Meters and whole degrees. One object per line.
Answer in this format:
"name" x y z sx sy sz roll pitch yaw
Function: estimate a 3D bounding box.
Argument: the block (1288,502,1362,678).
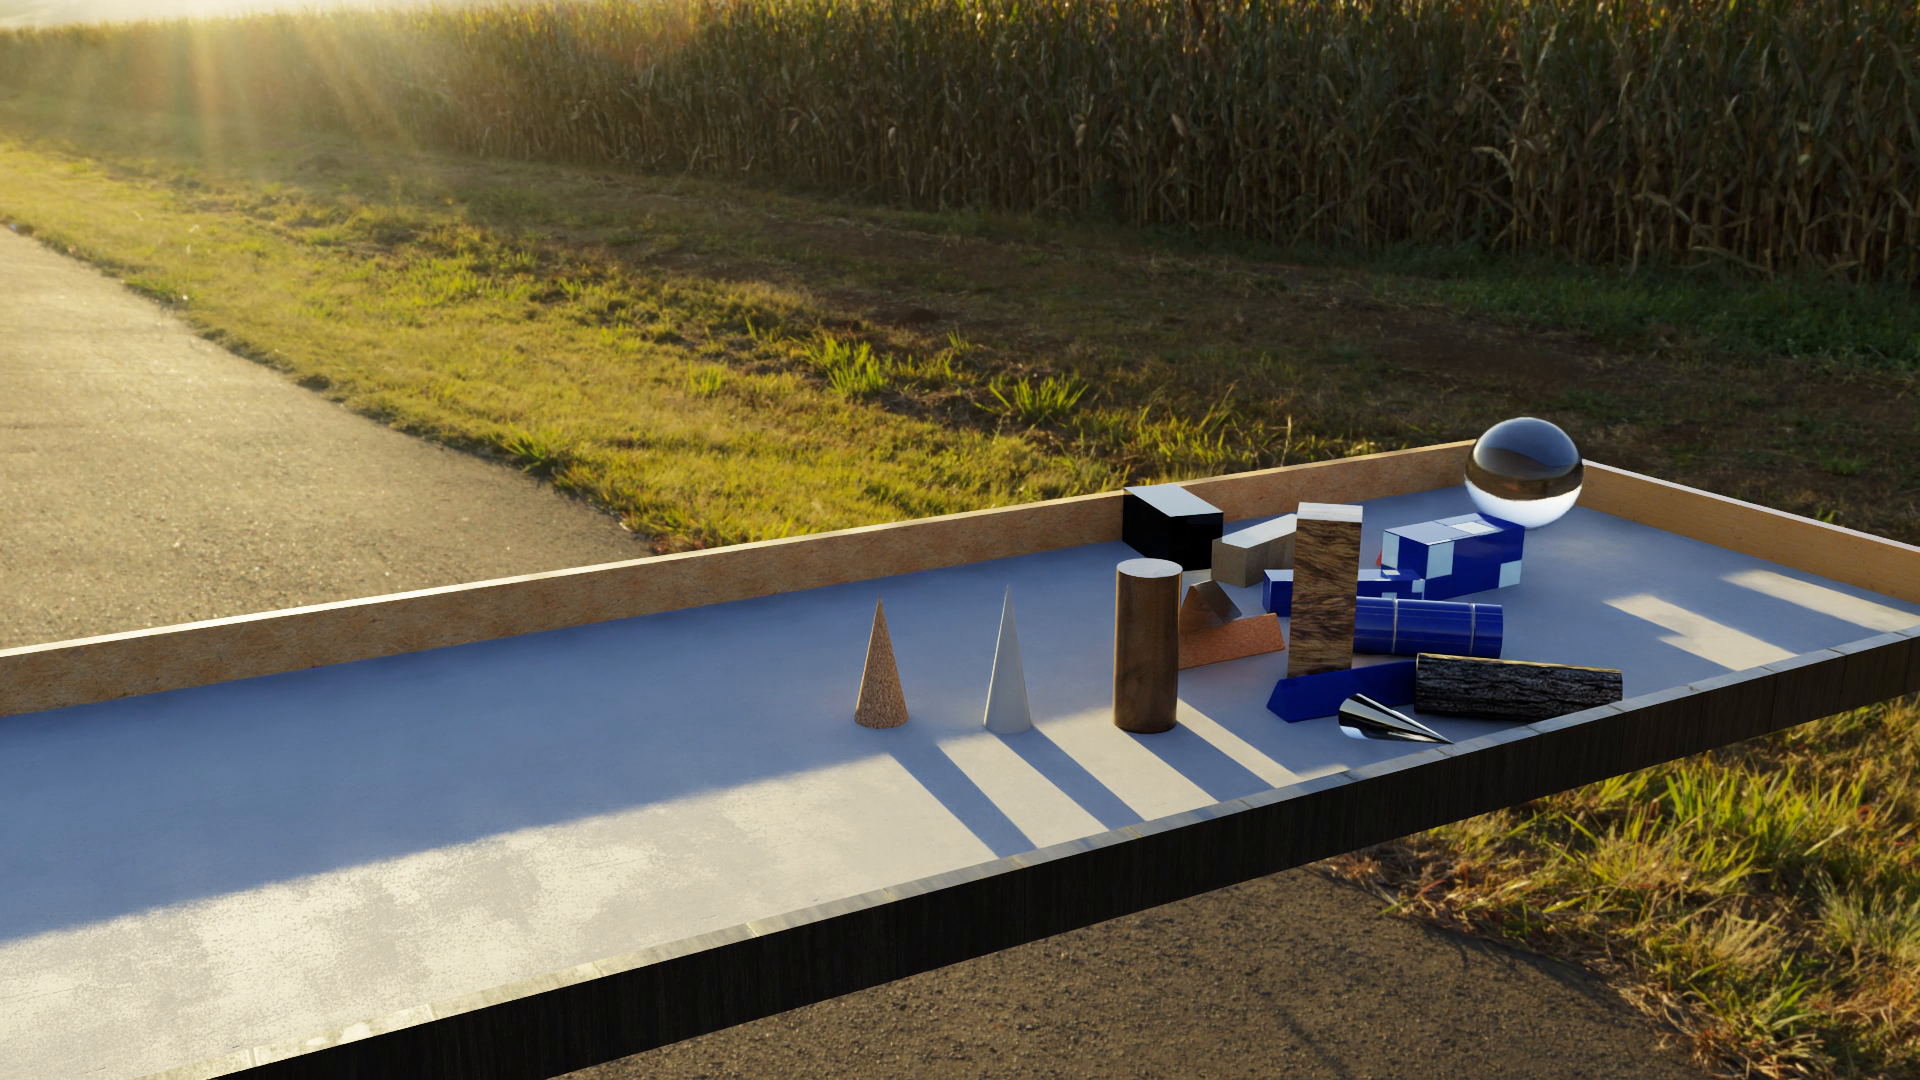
"block" 0.902 0.144 4.083 0.153 0.441 0.153 4 17 13

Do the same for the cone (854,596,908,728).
"cone" -0.187 0.274 3.871 0.128 0.311 0.128 0 16 0

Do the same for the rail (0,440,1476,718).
"rail" -3.305 0.497 3.399 12.000 0.150 0.050 -9 18 -27

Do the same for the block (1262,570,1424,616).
"block" 1.079 0.149 4.660 0.424 0.105 0.105 0 16 -1

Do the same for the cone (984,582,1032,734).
"cone" 0.111 0.262 3.826 0.113 0.358 0.113 0 16 0

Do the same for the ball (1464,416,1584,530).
"ball" 1.861 -0.220 5.443 0.372 0.372 0.372 0 16 0

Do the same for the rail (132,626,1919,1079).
"rail" -2.336 1.006 1.665 12.000 0.150 0.050 -9 18 -27

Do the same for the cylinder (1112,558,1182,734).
"cylinder" 0.435 0.246 3.842 0.150 0.380 0.150 0 16 0

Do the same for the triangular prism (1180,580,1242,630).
"triangular prism" 0.648 0.165 4.343 0.126 0.109 0.450 -9 -2 15

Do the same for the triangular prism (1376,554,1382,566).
"triangular prism" 1.480 0.024 5.094 0.370 0.095 0.110 -5 18 -18

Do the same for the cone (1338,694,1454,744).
"cone" 0.967 0.412 3.582 0.104 0.104 0.439 -4 2 -13

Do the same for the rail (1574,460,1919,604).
"rail" 2.466 -0.048 5.253 0.050 0.150 2.100 -9 18 -27

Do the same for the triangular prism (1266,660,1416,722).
"triangular prism" 0.969 0.351 3.995 0.455 0.088 0.102 -6 17 -20

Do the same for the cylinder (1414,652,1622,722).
"cylinder" 1.310 0.356 3.890 0.453 0.142 0.142 4 17 14

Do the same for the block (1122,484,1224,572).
"block" 0.664 -0.041 5.180 0.178 0.178 0.363 -5 17 -16

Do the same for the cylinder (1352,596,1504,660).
"cylinder" 1.169 0.229 4.312 0.459 0.149 0.149 3 17 10

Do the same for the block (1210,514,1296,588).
"block" 0.942 0.030 5.035 0.123 0.123 0.414 16 22 42

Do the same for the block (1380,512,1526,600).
"block" 1.454 0.050 4.872 0.391 0.177 0.177 -9 19 -28

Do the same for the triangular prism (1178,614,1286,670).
"triangular prism" 0.646 0.263 4.300 0.432 0.085 0.098 -8 18 -26
